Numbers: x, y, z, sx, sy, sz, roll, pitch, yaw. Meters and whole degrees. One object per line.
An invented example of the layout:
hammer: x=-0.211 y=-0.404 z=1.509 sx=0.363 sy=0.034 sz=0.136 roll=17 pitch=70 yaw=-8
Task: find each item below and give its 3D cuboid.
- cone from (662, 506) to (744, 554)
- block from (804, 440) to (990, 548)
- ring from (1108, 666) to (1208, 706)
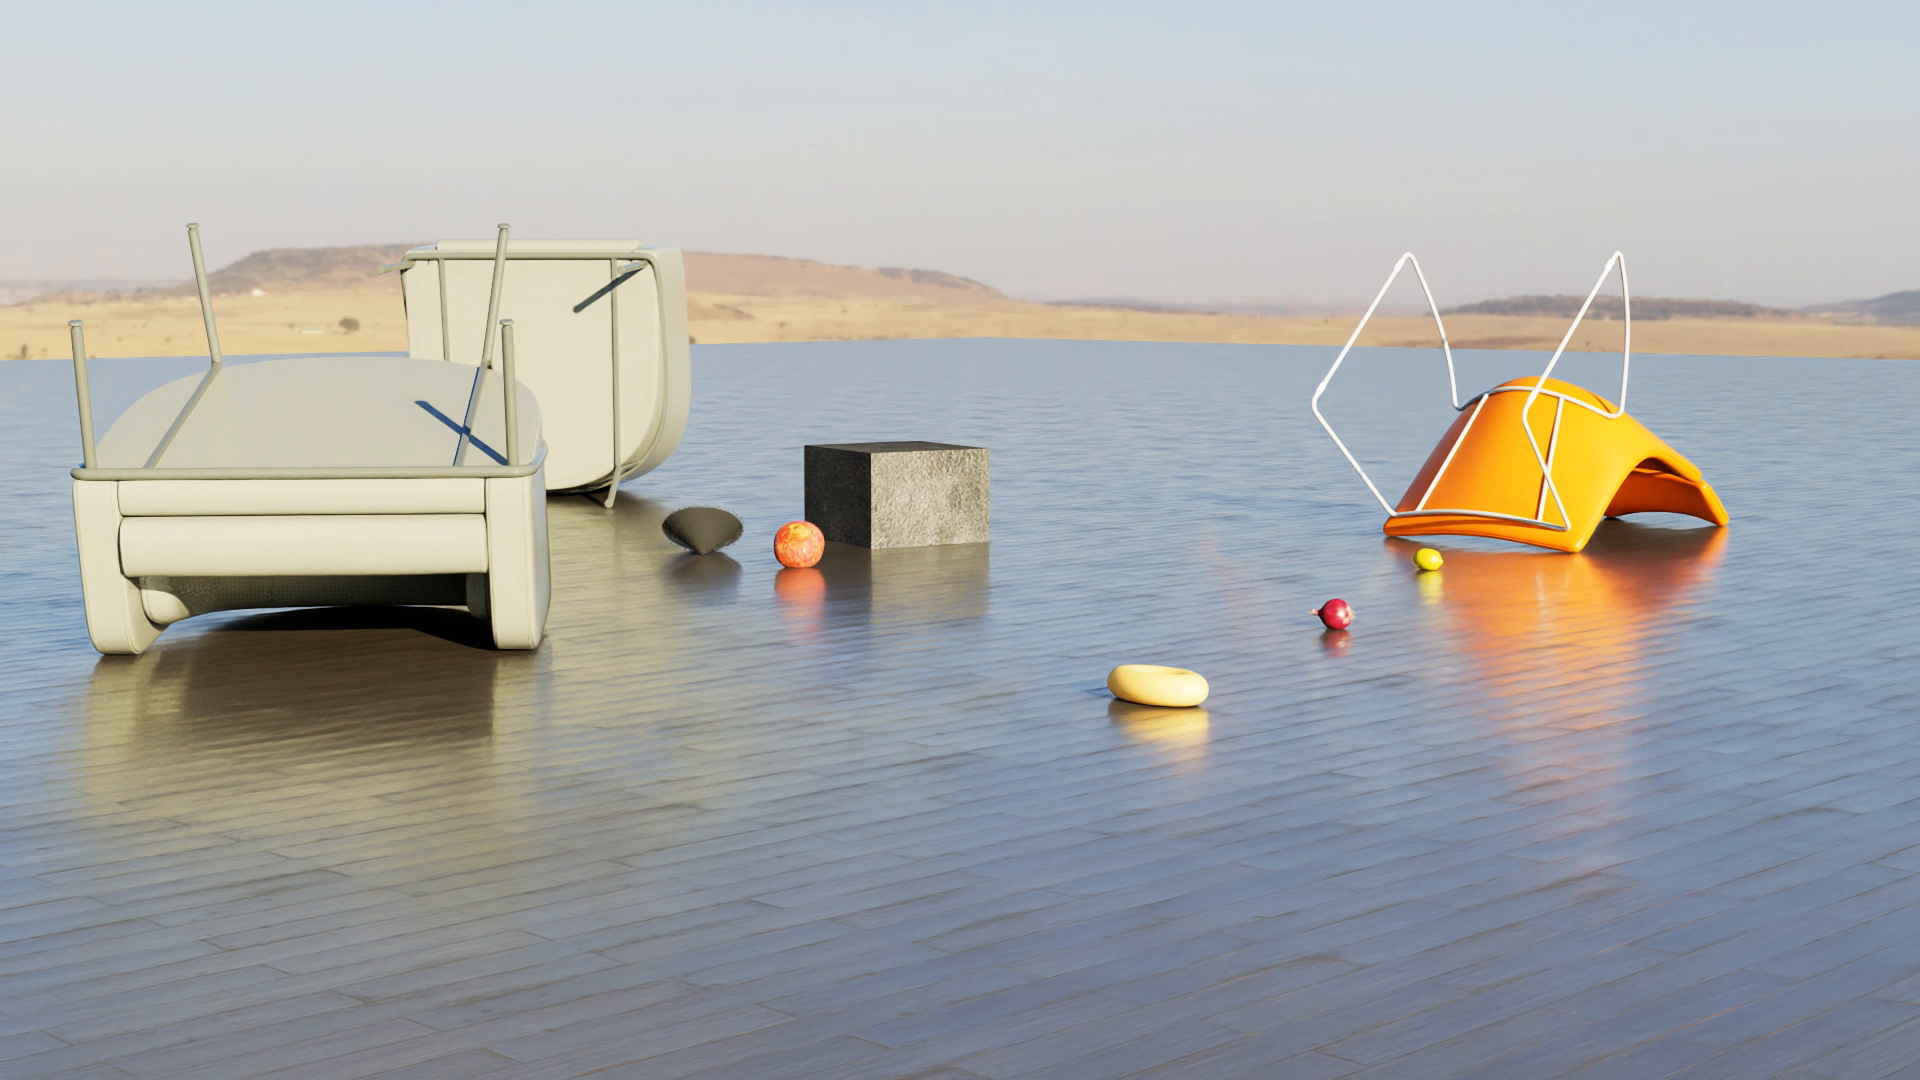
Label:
cone: x=-0.611 y=0.004 z=6.084 sx=0.190 sy=0.074 sz=0.194 roll=-19 pitch=-35 yaw=26
block: x=-0.161 y=-0.118 z=6.430 sx=0.334 sy=0.231 sz=0.353 roll=-3 pitch=7 yaw=-30
ring: x=0.306 y=0.226 z=3.983 sx=0.112 sy=0.049 sz=0.196 roll=-3 pitch=6 yaw=-39
